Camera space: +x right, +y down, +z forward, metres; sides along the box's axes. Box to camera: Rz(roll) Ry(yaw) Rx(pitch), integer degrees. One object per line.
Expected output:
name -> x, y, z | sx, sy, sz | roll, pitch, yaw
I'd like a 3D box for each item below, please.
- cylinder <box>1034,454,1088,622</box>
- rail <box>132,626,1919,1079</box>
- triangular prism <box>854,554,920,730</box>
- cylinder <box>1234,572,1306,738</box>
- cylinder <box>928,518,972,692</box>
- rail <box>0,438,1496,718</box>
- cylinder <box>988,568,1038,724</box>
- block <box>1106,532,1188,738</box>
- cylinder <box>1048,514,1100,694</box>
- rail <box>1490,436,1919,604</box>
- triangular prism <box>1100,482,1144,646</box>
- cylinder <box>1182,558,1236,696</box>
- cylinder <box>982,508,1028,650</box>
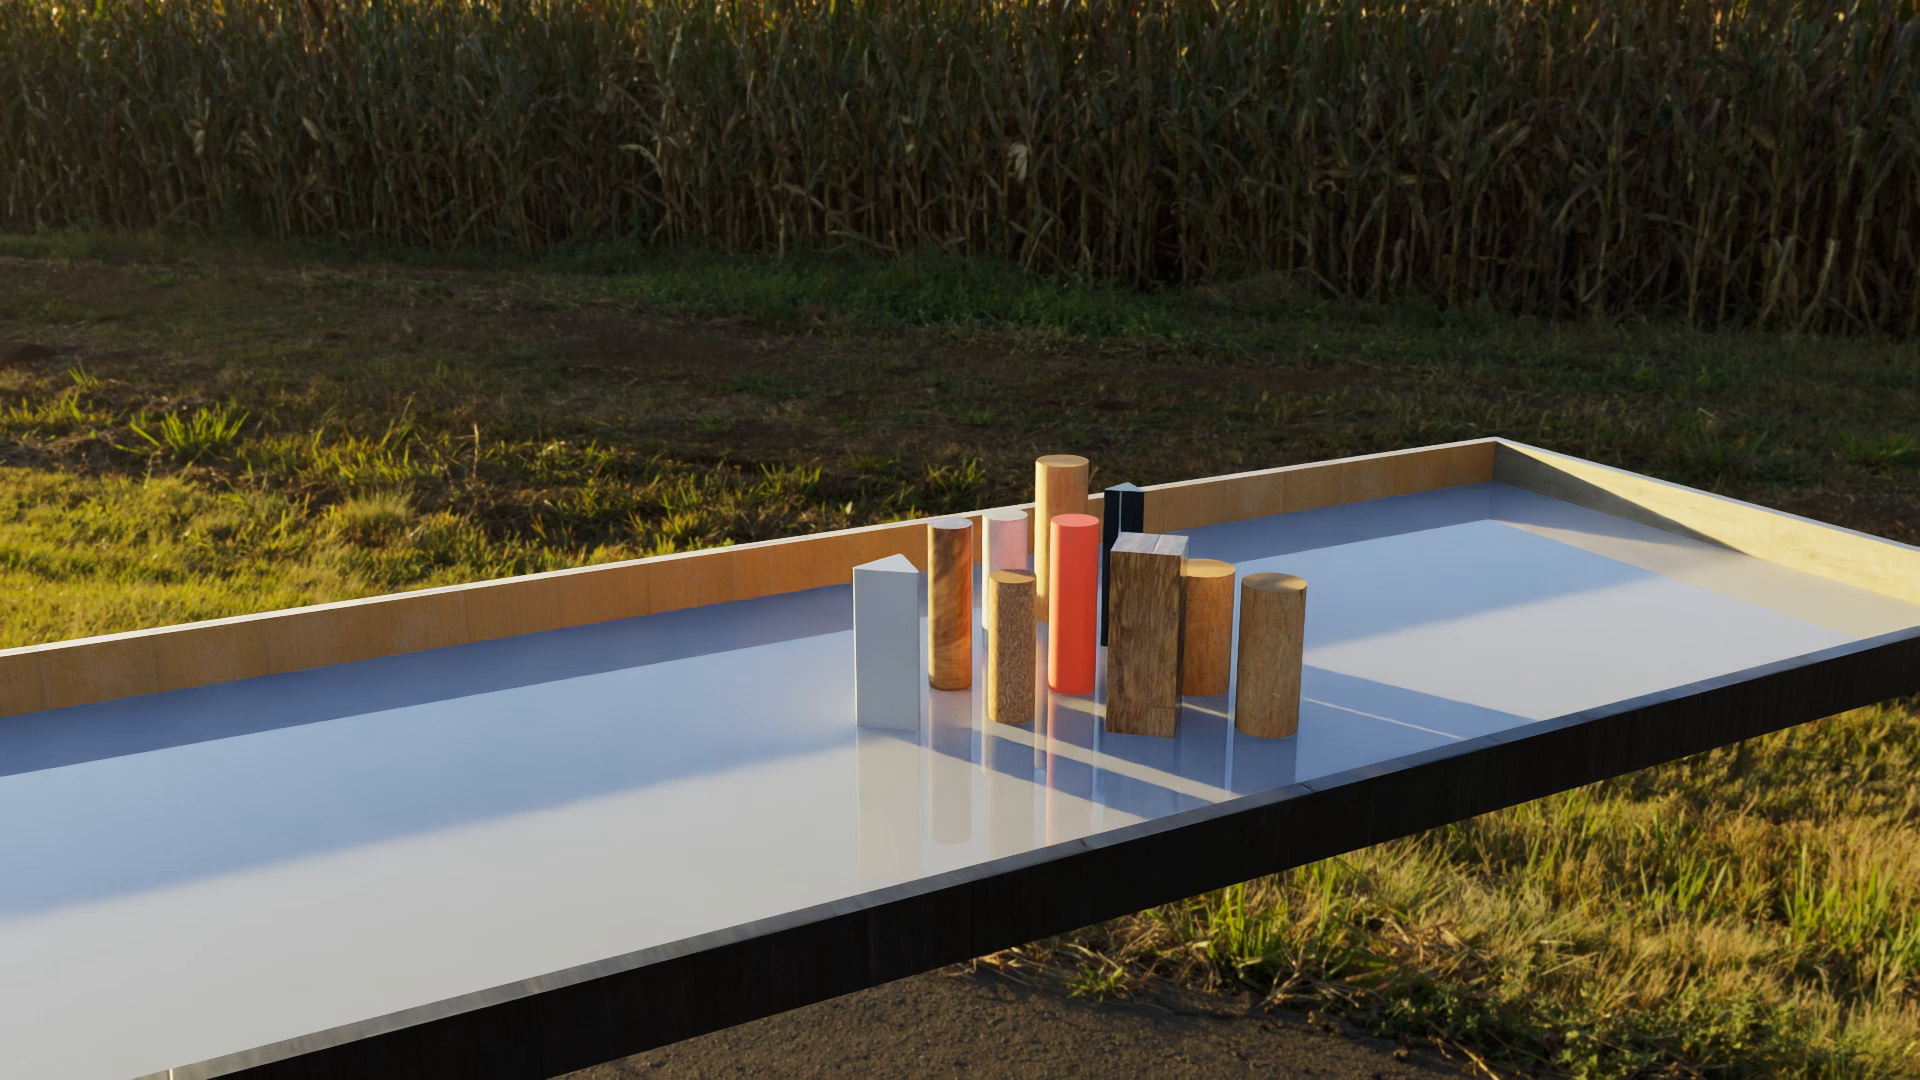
cylinder -> 0.280, -0.003, 4.573 | 0.145, 0.446, 0.145 | 0, 16, 0
rail -> -2.336, 1.006, 1.665 | 12.000, 0.150, 0.050 | -9, 18, -27
triangular prism -> -0.155, 0.236, 3.865 | 0.153, 0.387, 0.133 | 4, 17, 12
cylinder -> 0.718, 0.266, 3.821 | 0.148, 0.354, 0.148 | 0, 16, 0
cylinder -> -0.024, 0.159, 4.074 | 0.109, 0.417, 0.109 | 0, 16, 0
rail -> -3.305, 0.497, 3.399 | 12.000, 0.150, 0.050 | -9, 18, -27
cylinder -> 0.123, 0.251, 3.885 | 0.112, 0.348, 0.112 | 0, 16, 0
block -> 0.435, 0.219, 3.830 | 0.158, 0.440, 0.158 | 4, 17, 13
cylinder -> 0.279, 0.158, 4.056 | 0.117, 0.429, 0.117 | 0, 16, 0
rail -> 2.466, -0.048, 5.253 | 0.050, 0.150, 2.100 | -9, 18, -27
triangular prism -> 0.434, 0.066, 4.367 | 0.102, 0.430, 0.088 | 3, 17, 11
cylinder -> 0.595, 0.216, 4.076 | 0.155, 0.307, 0.155 | 0, 16, 0
cylinder -> 0.118, 0.107, 4.350 | 0.118, 0.361, 0.118 | 0, 16, 0
